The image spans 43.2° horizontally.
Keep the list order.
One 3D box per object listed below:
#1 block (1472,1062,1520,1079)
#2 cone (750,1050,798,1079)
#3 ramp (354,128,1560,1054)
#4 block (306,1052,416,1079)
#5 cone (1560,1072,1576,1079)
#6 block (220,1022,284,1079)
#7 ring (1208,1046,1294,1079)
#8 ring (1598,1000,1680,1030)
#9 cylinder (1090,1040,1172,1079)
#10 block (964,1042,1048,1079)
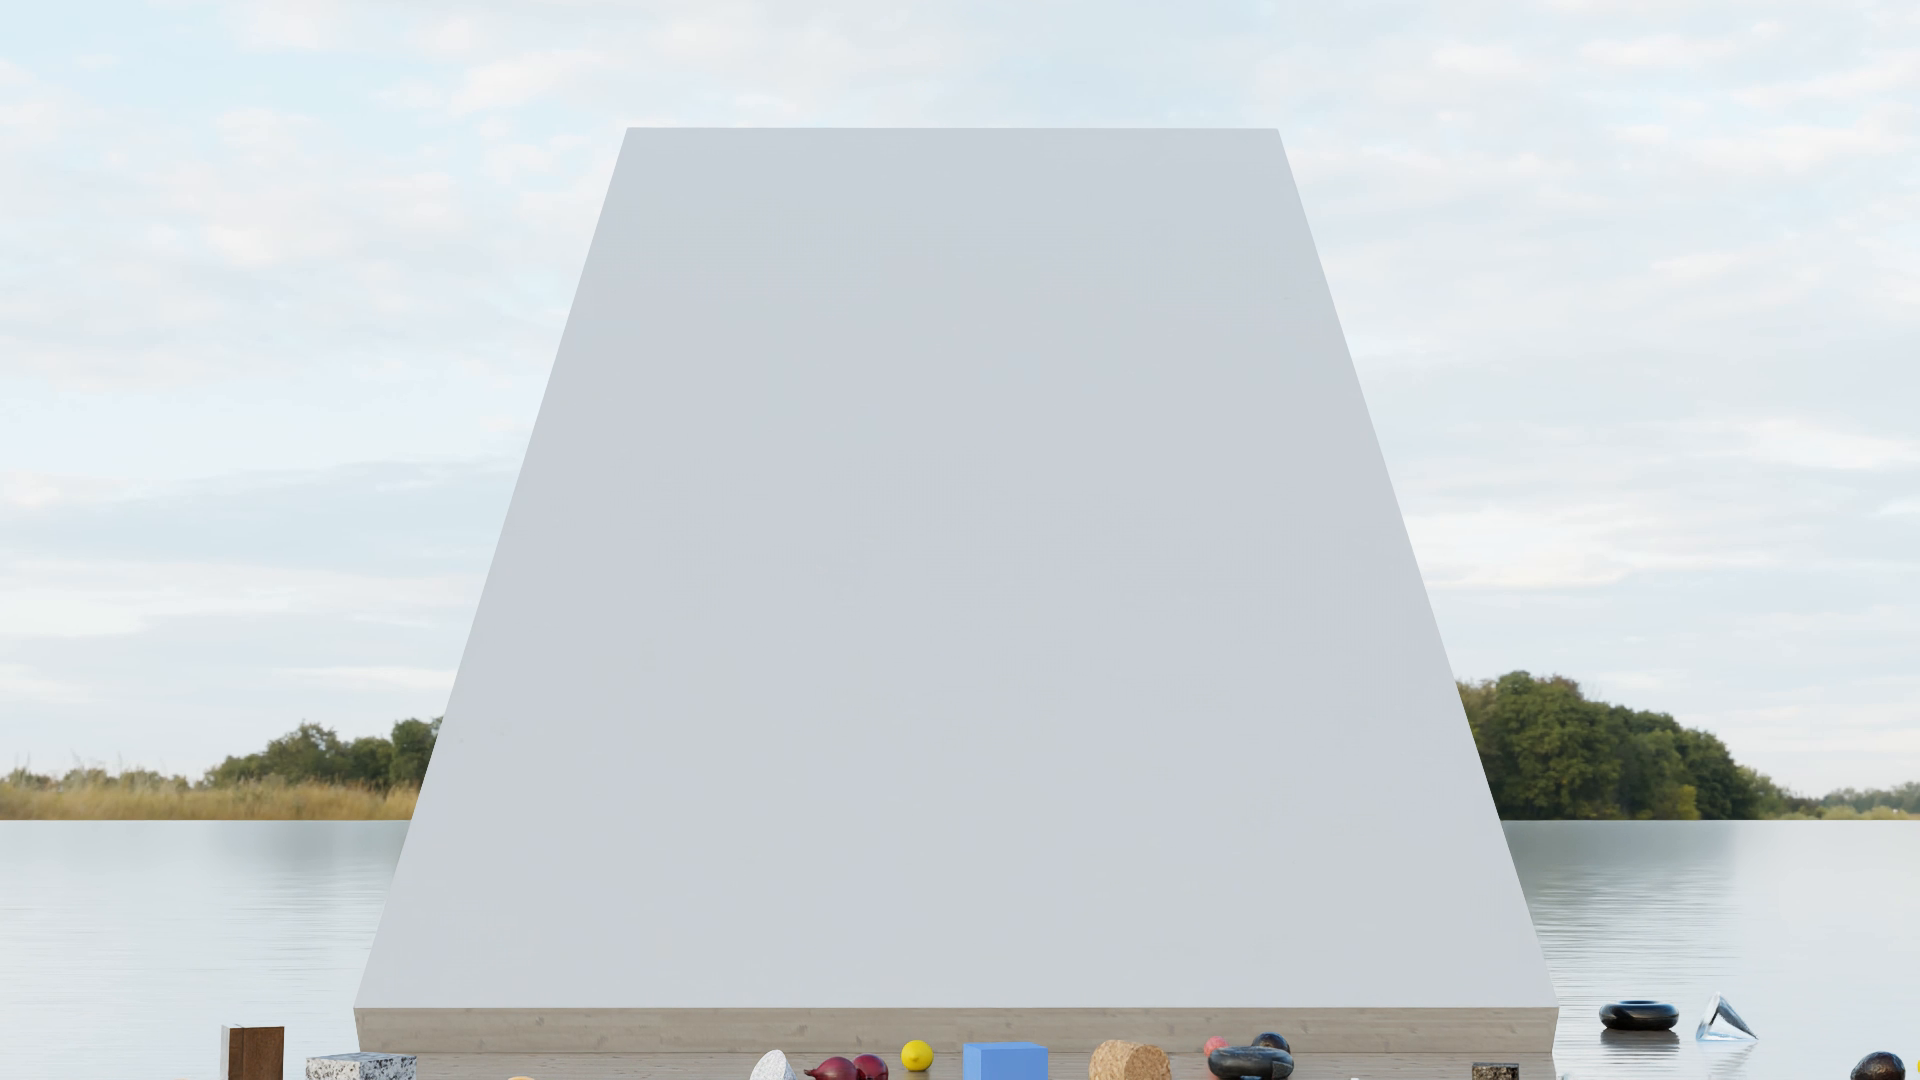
[{"bbox_3d":[0.727,0.742,3.290,0.060,0.060,0.060,-2,-7,15],"label":"block"},{"bbox_3d":[-0.242,0.767,3.403,0.078,0.078,0.078,40,-29,-31],"label":"cone"},{"bbox_3d":[-0.014,-0.204,5.766,2.000,0.100,4.000,0,31,0],"label":"ramp"},{"bbox_3d":[-0.750,0.696,3.038,0.096,0.096,0.096,-4,-8,33],"label":"block"},{"bbox_3d":[0.742,0.725,3.043,0.085,0.085,0.085,-34,-22,24],"label":"cone"},{"bbox_3d":[-1.072,0.775,3.674,0.080,0.080,0.080,3,-7,-25],"label":"block"},{"bbox_3d":[0.442,0.796,3.690,0.131,0.044,0.131,1,-6,0],"label":"ring"},{"bbox_3d":[1.270,0.889,4.537,0.146,0.049,0.146,-1,-6,0],"label":"ring"},{"bbox_3d":[0.237,0.742,3.384,0.082,0.082,0.082,4,-8,-33],"label":"cylinder"},{"bbox_3d":[0.060,0.719,3.228,0.091,0.091,0.091,2,-7,-15],"label":"block"}]
